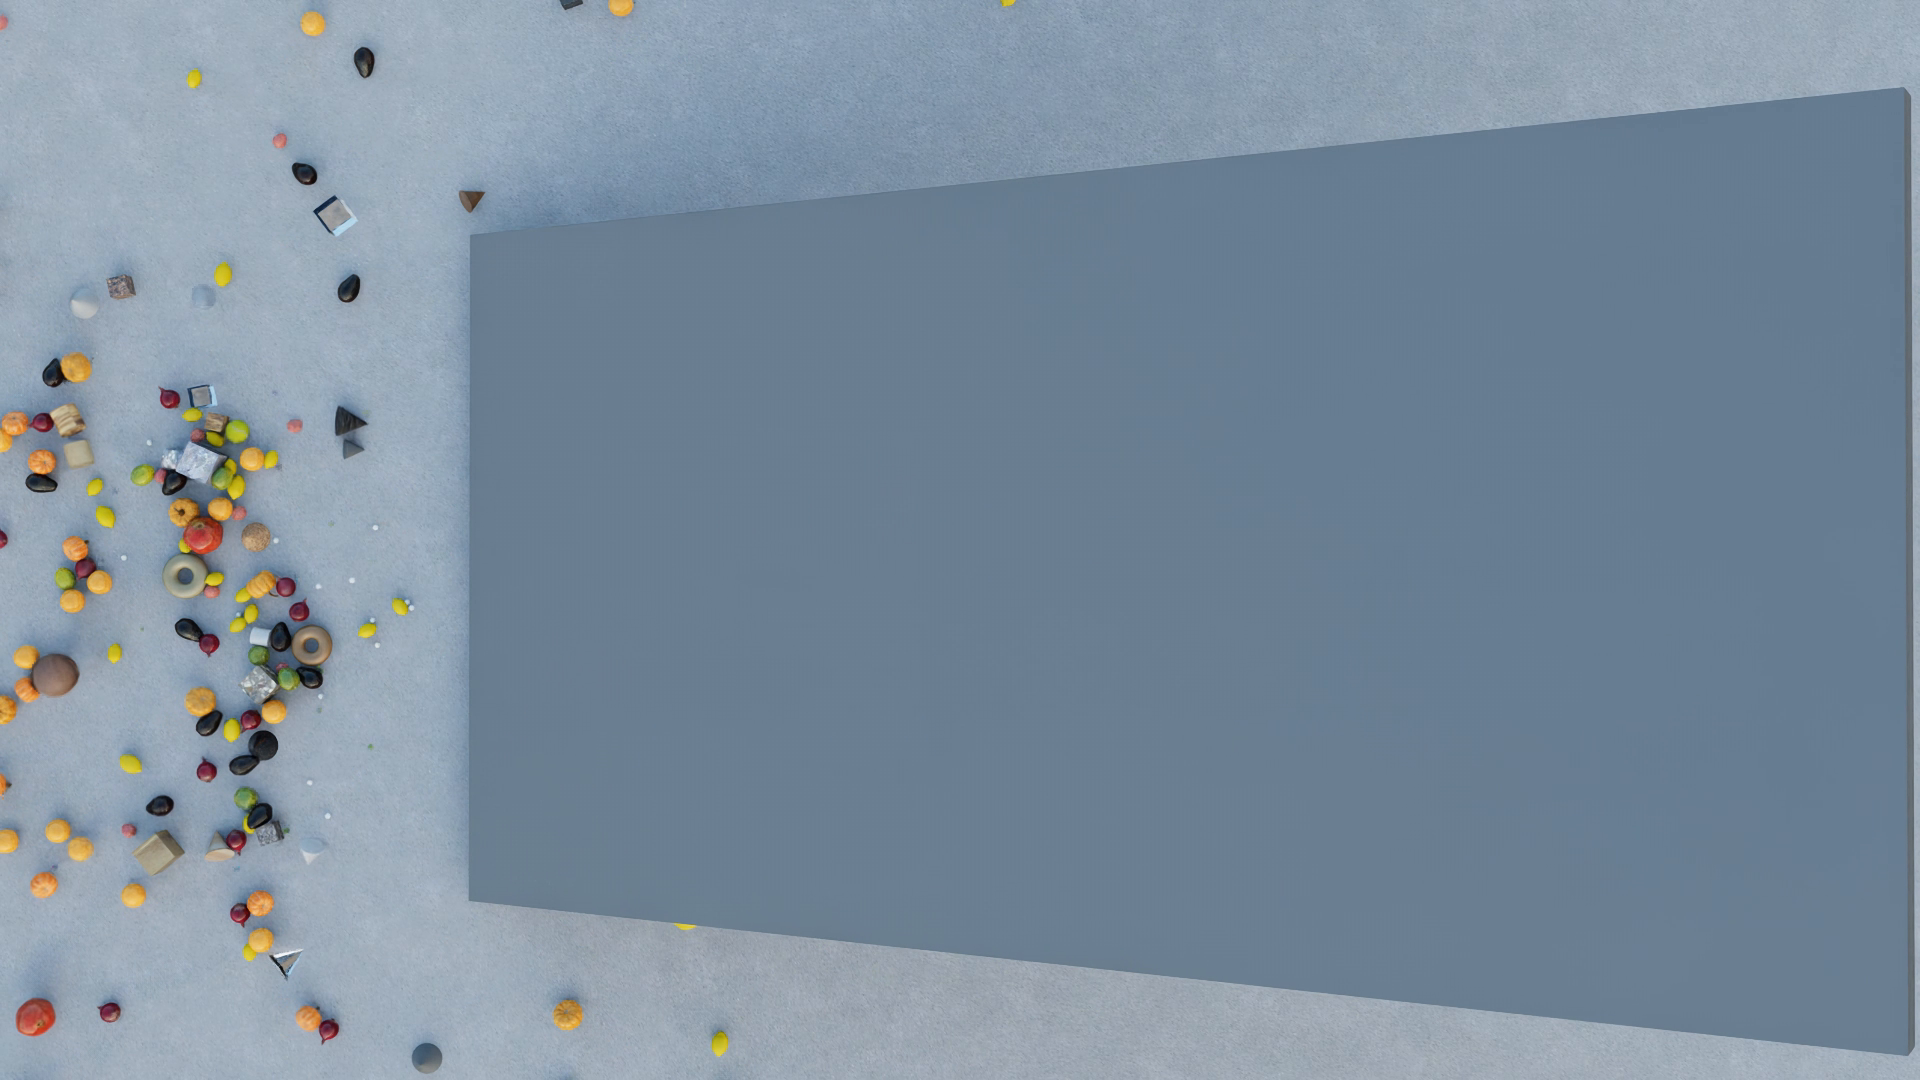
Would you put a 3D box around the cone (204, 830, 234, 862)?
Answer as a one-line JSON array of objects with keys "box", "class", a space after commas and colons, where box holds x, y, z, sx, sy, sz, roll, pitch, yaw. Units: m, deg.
[{"box": [-2.248, 0.916, 6.662, 0.087, 0.087, 0.087, -18, 63, 0], "class": "cone"}]

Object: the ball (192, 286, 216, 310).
[{"box": [-2.291, -0.733, 6.661, 0.070, 0.070, 0.070, 0, 89, 0], "class": "ball"}]

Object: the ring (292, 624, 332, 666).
[{"box": [-1.965, 0.319, 6.666, 0.125, 0.042, 0.125, 0, 88, 1], "class": "ring"}]

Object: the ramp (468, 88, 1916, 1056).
[{"box": [0.265, 0.073, 5.613, 4.000, 0.100, 2.000, 0, 89, 31], "class": "ramp"}]

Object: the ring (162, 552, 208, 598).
[{"box": [-2.347, 0.109, 6.666, 0.140, 0.047, 0.140, 0, 90, -1], "class": "ring"}]

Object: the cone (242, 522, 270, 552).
[{"box": [-2.142, -0.009, 6.645, 0.089, 0.089, 0.089, 0, 89, 0], "class": "cone"}]

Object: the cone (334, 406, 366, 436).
[{"box": [-1.841, -0.356, 6.672, 0.092, 0.092, 0.092, 5, 89, -26], "class": "cone"}]

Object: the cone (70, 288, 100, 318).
[{"box": [-2.667, -0.720, 6.650, 0.092, 0.092, 0.092, 0, 89, 0], "class": "cone"}]

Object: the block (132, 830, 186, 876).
[{"box": [-2.418, 0.943, 6.634, 0.092, 0.092, 0.092, -39, 90, 0], "class": "block"}]

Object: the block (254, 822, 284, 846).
[{"box": [-2.088, 0.889, 6.652, 0.058, 0.058, 0.058, -19, 89, 0], "class": "block"}]

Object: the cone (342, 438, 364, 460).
[{"box": [-1.836, -0.275, 6.678, 0.063, 0.063, 0.063, 1, 89, -27], "class": "cone"}]

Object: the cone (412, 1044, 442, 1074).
[{"box": [-1.618, 1.573, 6.628, 0.093, 0.093, 0.093, 0, 89, 0], "class": "cone"}]

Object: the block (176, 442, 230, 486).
[{"box": [-2.288, -0.231, 6.643, 0.098, 0.098, 0.098, 24, 90, 0], "class": "block"}]

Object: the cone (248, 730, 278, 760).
[{"box": [-2.118, 0.624, 6.637, 0.092, 0.092, 0.092, 0, 89, 0], "class": "cone"}]

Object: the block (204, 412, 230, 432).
[{"box": [-2.252, -0.356, 6.667, 0.051, 0.051, 0.051, 13, 89, 0], "class": "block"}]

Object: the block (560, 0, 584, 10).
[{"box": [-1.186, -1.654, 6.675, 0.060, 0.060, 0.060, -20, 89, 0], "class": "block"}]

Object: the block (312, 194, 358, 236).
[{"box": [-1.890, -0.981, 6.658, 0.082, 0.082, 0.082, -36, 90, 0], "class": "block"}]

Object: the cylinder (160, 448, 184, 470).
[{"box": [-2.378, -0.243, 6.661, 0.061, 0.061, 0.061, 11, 89, 0], "class": "cylinder"}]

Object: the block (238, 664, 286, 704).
[{"box": [-2.108, 0.436, 6.643, 0.084, 0.084, 0.084, 45, 90, 0], "class": "block"}]

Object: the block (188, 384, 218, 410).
[{"box": [-2.296, -0.434, 6.663, 0.061, 0.061, 0.061, -12, 89, 0], "class": "block"}]

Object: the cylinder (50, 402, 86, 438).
[{"box": [-2.699, -0.362, 6.654, 0.079, 0.079, 0.079, -27, 90, 0], "class": "cylinder"}]

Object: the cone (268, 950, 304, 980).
[{"box": [-2.026, 1.268, 6.656, 0.095, 0.095, 0.095, -36, 90, -27], "class": "cone"}]

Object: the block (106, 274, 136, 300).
[{"box": [-2.544, -0.766, 6.668, 0.058, 0.058, 0.058, -14, 89, 0], "class": "block"}]

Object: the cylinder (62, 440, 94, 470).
[{"box": [-2.668, -0.258, 6.656, 0.072, 0.072, 0.072, -17, 89, 0], "class": "cylinder"}]
